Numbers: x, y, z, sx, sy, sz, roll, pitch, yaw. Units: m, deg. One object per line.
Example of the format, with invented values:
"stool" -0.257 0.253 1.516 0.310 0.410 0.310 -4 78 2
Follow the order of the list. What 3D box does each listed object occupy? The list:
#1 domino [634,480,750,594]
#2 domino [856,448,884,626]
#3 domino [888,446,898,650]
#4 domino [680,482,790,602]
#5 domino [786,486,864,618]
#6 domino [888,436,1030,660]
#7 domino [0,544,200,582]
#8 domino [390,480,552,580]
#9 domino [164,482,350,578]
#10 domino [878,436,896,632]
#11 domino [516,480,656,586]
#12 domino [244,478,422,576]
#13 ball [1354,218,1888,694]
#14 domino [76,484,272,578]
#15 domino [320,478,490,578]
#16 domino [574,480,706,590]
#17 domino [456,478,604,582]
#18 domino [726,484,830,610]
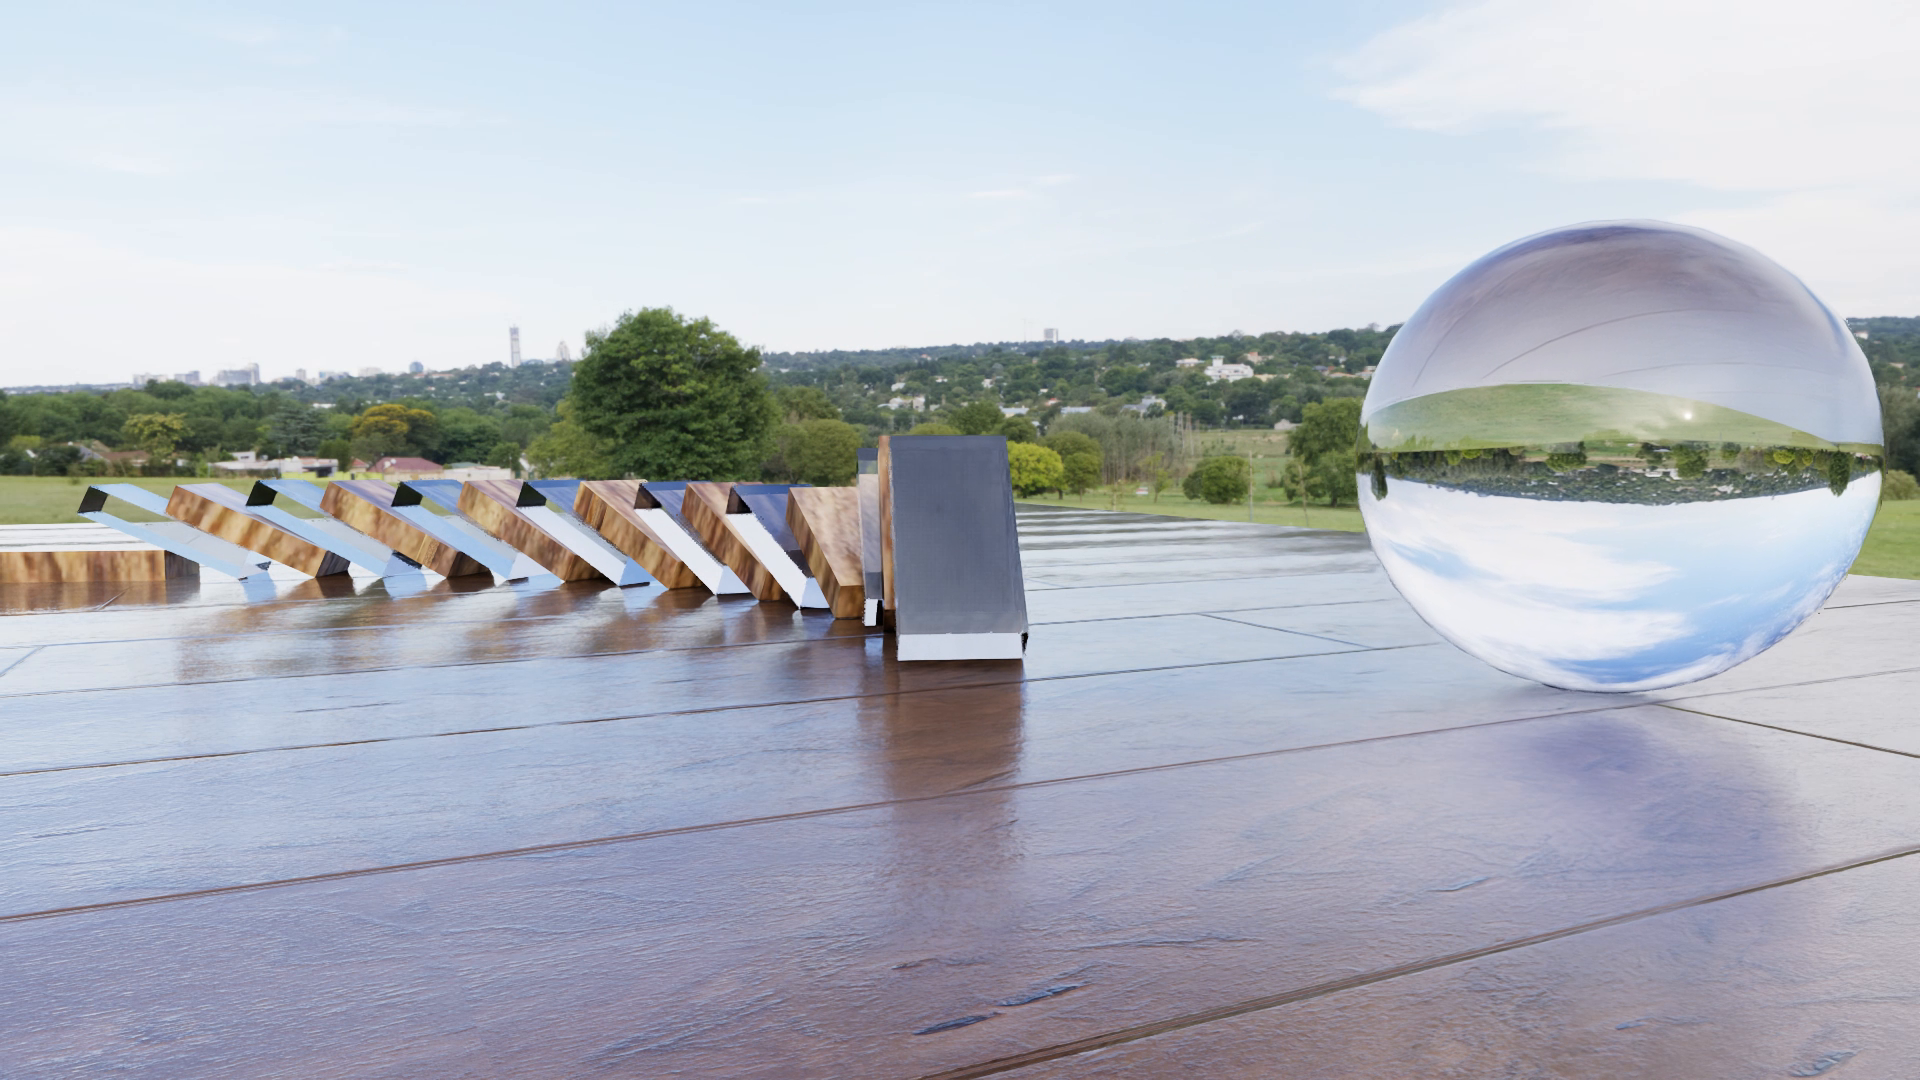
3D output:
"domino" -0.074 -0.002 0.383 0.025 0.010 0.050 -4 33 -44
"domino" -0.012 -0.002 0.316 0.025 0.010 0.050 -1 48 -8
"domino" -0.002 0.000 0.277 0.025 0.050 0.010 0 -36 -6
"domino" -0.057 -0.001 0.369 0.025 0.010 0.050 -3 32 -39
"domino" -0.027 0.002 0.334 0.025 0.010 0.050 -2 31 -23
"domino" -0.001 0.001 0.265 0.025 0.050 0.009 0 -36 -6
"domino" -0.275 0.007 0.409 0.050 0.010 0.025 -1 4 -9
"domino" -0.157 -0.004 0.420 0.050 0.010 0.025 29 13 15
"domino" -0.227 -0.004 0.419 0.050 0.010 0.025 24 3 -5
"domino" -0.006 -0.002 0.302 0.025 0.050 0.009 0 -36 -6
"domino" -0.114 -0.003 0.406 0.050 0.010 0.025 32 19 25
"domino" -0.204 -0.004 0.422 0.050 0.010 0.025 27 6 2
"ball" 0.109 -0.014 0.219 0.080 0.080 0.080 0 4 0
"domino" -0.250 -0.003 0.413 0.050 0.010 0.025 24 0 -10
"domino" -0.180 -0.004 0.422 0.050 0.009 0.025 27 9 8
"domino" -0.094 -0.003 0.396 0.050 0.010 0.025 34 23 30
"domino" -0.135 -0.004 0.414 0.050 0.010 0.025 30 16 21
"domino" -0.042 0.001 0.352 0.025 0.010 0.050 -3 32 -35
